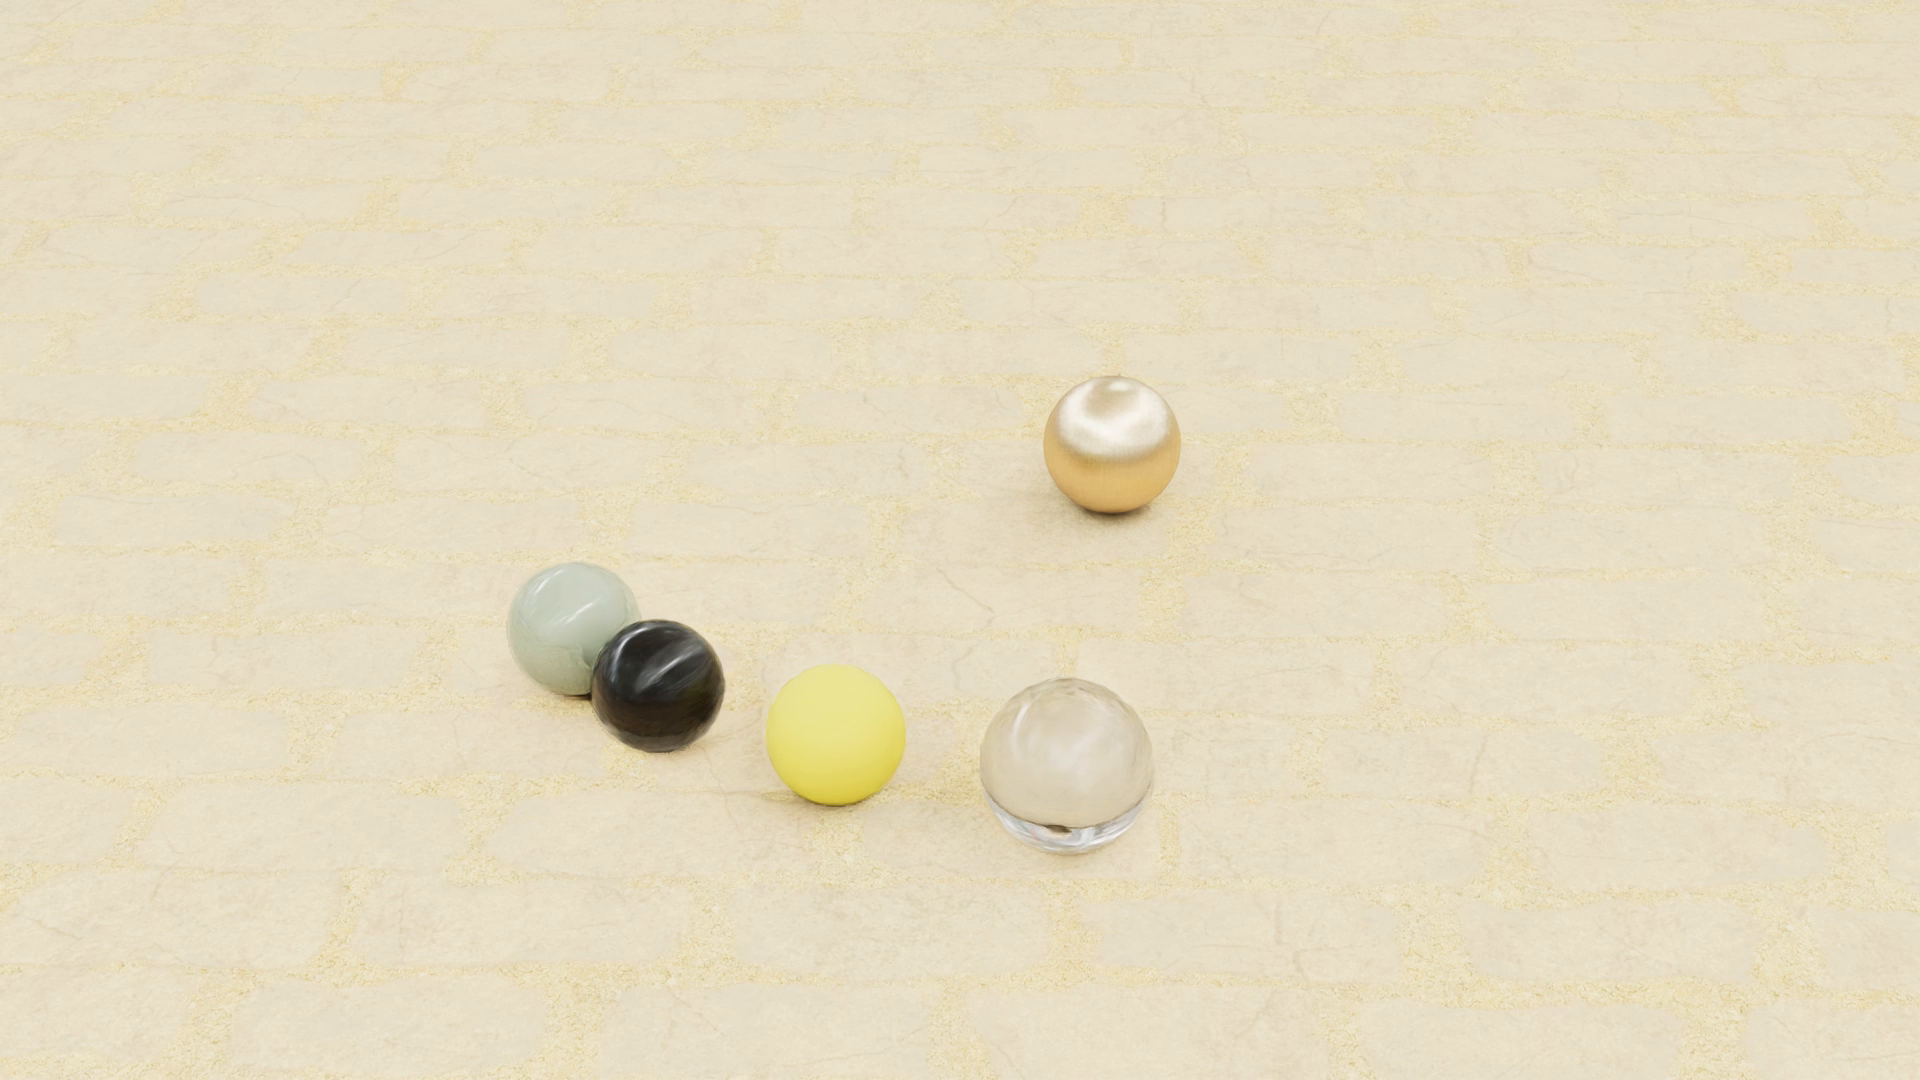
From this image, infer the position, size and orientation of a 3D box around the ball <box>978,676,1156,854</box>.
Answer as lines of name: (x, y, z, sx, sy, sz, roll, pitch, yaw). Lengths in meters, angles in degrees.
ball: (0.051, 0.107, 1.403, 0.084, 0.084, 0.084, 0, 31, 0)

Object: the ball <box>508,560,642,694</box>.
ball: (-0.198, 0.045, 1.519, 0.069, 0.069, 0.069, 0, 31, 0)

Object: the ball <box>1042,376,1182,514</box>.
ball: (0.086, -0.054, 1.672, 0.079, 0.079, 0.079, 0, 31, 0)

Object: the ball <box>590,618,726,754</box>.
ball: (-0.152, 0.073, 1.475, 0.068, 0.068, 0.068, 0, 31, 0)

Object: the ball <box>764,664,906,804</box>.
ball: (-0.061, 0.095, 1.438, 0.069, 0.069, 0.069, 0, 31, 0)
